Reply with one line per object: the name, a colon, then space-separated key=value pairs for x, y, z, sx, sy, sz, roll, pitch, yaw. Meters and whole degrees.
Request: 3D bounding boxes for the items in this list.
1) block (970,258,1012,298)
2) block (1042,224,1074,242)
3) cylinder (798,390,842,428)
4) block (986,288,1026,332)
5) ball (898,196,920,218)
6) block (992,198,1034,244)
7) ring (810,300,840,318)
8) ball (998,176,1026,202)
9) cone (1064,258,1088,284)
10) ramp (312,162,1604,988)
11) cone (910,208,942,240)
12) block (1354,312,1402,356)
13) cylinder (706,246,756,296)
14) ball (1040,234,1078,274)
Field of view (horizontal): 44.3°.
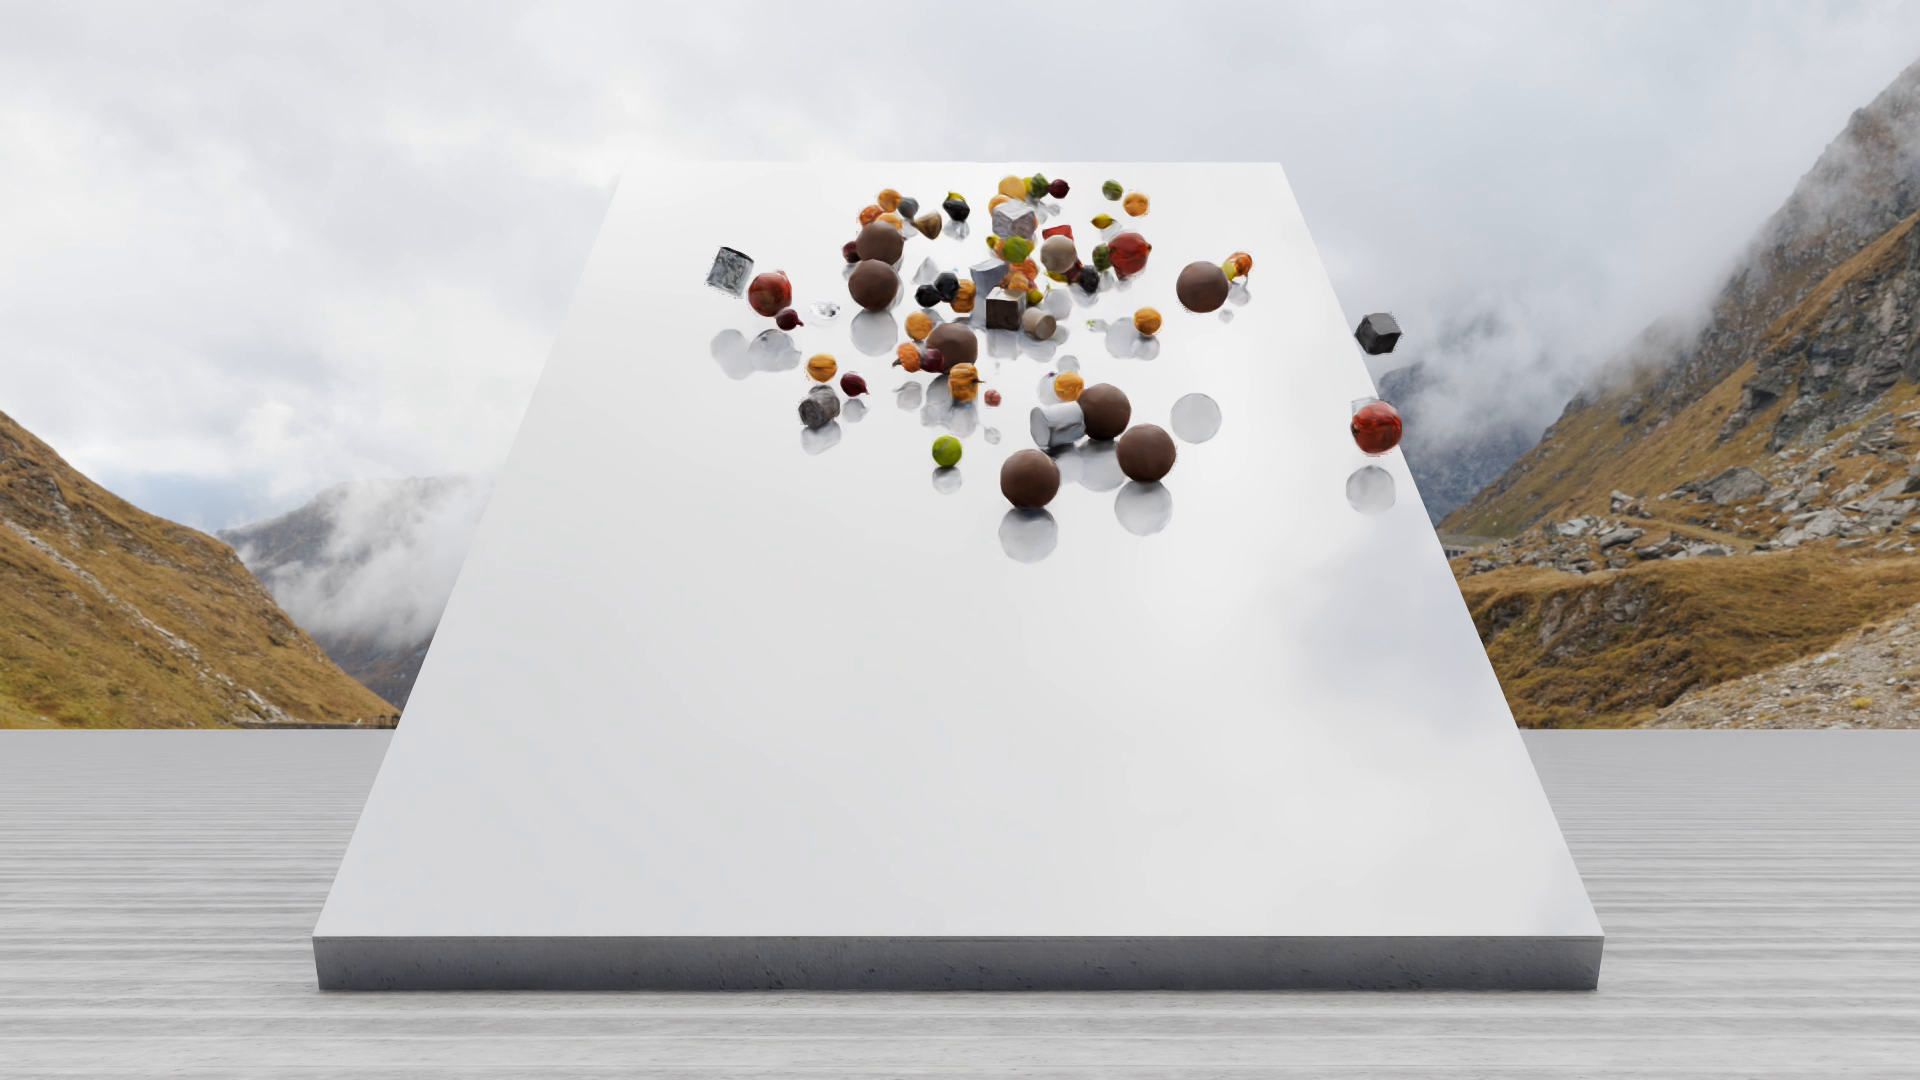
block: x=0.081 y=-0.683 z=6.161 sx=0.075 sy=0.075 sz=0.075 roll=-23 pitch=25 yaw=-20
block: x=0.262 y=-0.807 z=6.311 sx=0.062 sy=0.062 sz=0.062 roll=-15 pitch=9 yaw=-15
cylinder: x=-0.322 y=-0.302 z=5.421 sx=0.070 sy=0.070 sz=0.070 roll=-3 pitch=20 yaw=36
block: x=0.116 y=-0.586 z=5.987 sx=0.080 sy=0.080 sz=0.080 roll=7 pitch=27 yaw=14
ball: x=-0.147 y=-0.952 z=6.748 sx=0.062 sy=0.062 sz=0.062 roll=0 pitch=-4 yaw=0
block: x=0.144 y=-0.857 z=6.348 sx=0.080 sy=0.080 sz=0.080 roll=-28 pitch=49 yaw=-30
ring: x=-0.347 y=-0.591 z=6.056 sx=0.080 sy=0.027 sz=0.080 roll=3 pitch=28 yaw=-2
ball: x=0.151 y=-1.014 z=6.838 sx=0.086 sy=0.086 sz=0.086 roll=0 pitch=-4 yaw=0
cone: x=0.309 y=-0.726 z=6.286 sx=0.068 sy=0.068 sz=0.068 roll=0 pitch=26 yaw=0
ramp: x=-0.010 y=-0.228 z=5.466 sx=2.000 sy=0.100 sz=4.000 roll=0 pitch=26 yaw=0
cone: x=-0.107 y=-0.867 z=6.469 sx=0.085 sy=0.085 sz=0.085 roll=-4 pitch=-1 yaw=-40
block: x=1.006 y=-0.497 z=5.678 sx=0.069 sy=0.069 sz=0.069 roll=-9 pitch=-37 yaw=-27
cylinder: x=-0.584 y=-0.684 z=6.015 sx=0.097 sy=0.097 sz=0.097 roll=23 pitch=-3 yaw=1
ball: x=0.247 y=-0.718 z=5.927 sx=0.096 sy=0.096 sz=0.096 roll=0 pitch=-4 yaw=0
